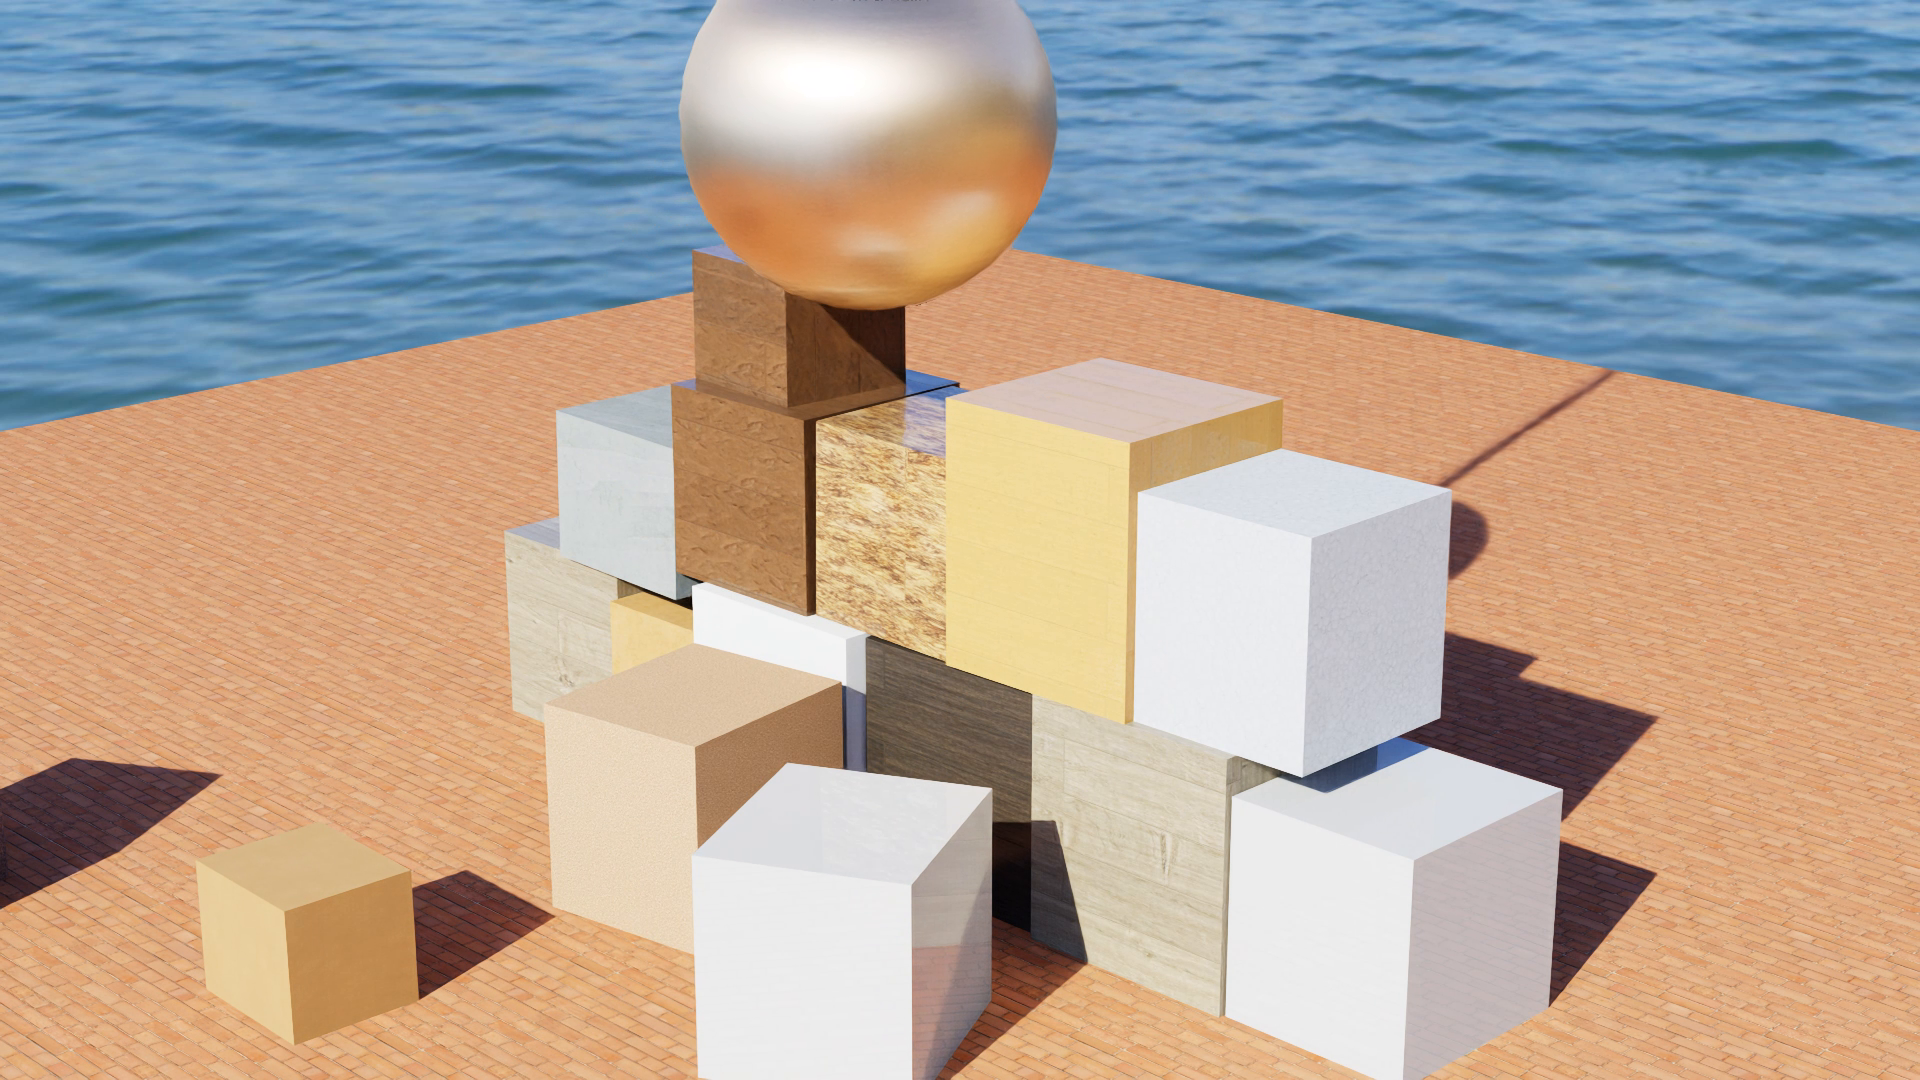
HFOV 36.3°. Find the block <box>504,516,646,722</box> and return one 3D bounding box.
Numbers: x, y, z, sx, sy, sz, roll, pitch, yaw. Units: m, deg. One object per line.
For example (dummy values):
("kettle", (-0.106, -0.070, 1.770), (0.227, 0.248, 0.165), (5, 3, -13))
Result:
("block", (-1.727, 0.431, 15.319), (0.925, 0.993, 0.867), (17, 24, 42))

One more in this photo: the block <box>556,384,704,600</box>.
("block", (-1.344, -0.277, 14.655), (0.960, 0.760, 0.912), (-16, 25, -42))

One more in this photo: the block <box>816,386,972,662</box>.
("block", (-0.028, -0.087, 13.321), (0.893, 0.926, 0.877), (18, 25, 41))

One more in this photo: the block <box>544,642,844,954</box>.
("block", (-1.175, 1.136, 13.112), (0.878, 0.970, 0.993), (12, 21, 34))

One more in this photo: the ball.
("ball", (-0.387, -1.773, 12.379), (1.600, 1.600, 1.600), (0, 17, 0))

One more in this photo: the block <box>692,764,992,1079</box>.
("block", (-0.452, 1.568, 11.769), (0.895, 0.951, 1.010), (6, 18, 17))

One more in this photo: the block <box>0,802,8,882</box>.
("block", (-4.906, 1.233, 12.956), (0.853, 0.880, 1.010), (5, 18, 14))

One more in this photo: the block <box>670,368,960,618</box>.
("block", (-0.681, -0.295, 13.962), (0.988, 0.933, 0.937), (-17, 24, -42))

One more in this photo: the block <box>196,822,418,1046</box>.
("block", (-2.713, 1.623, 12.194), (0.593, 0.591, 0.702), (-16, 23, -41))

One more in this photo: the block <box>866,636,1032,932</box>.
("block", (0.294, 0.983, 13.361), (0.965, 1.114, 1.075), (-17, 24, -42))

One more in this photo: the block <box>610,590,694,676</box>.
("block", (-1.143, 0.690, 14.749), (0.915, 0.839, 0.773), (-17, 24, -42))

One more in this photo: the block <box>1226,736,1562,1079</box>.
("block", (1.768, 1.487, 11.982), (1.004, 0.977, 0.900), (-17, 24, -42))

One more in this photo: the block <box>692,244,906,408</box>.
("block", (-0.756, -1.049, 13.775), (0.694, 0.617, 0.730), (-14, 22, -38))

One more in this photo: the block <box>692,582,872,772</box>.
("block", (-0.475, 0.746, 14.087), (1.172, 1.129, 1.069), (-17, 24, -42))

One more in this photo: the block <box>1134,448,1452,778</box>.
("block", (1.357, 0.273, 12.017), (0.883, 0.987, 0.920), (16, 24, 42))

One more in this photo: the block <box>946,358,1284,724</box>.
("block", (0.655, -0.027, 12.610), (1.034, 1.205, 0.990), (16, 24, 42))

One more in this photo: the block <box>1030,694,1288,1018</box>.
("block", (1.044, 1.203, 12.610), (1.073, 1.143, 1.006), (17, 24, 42))
